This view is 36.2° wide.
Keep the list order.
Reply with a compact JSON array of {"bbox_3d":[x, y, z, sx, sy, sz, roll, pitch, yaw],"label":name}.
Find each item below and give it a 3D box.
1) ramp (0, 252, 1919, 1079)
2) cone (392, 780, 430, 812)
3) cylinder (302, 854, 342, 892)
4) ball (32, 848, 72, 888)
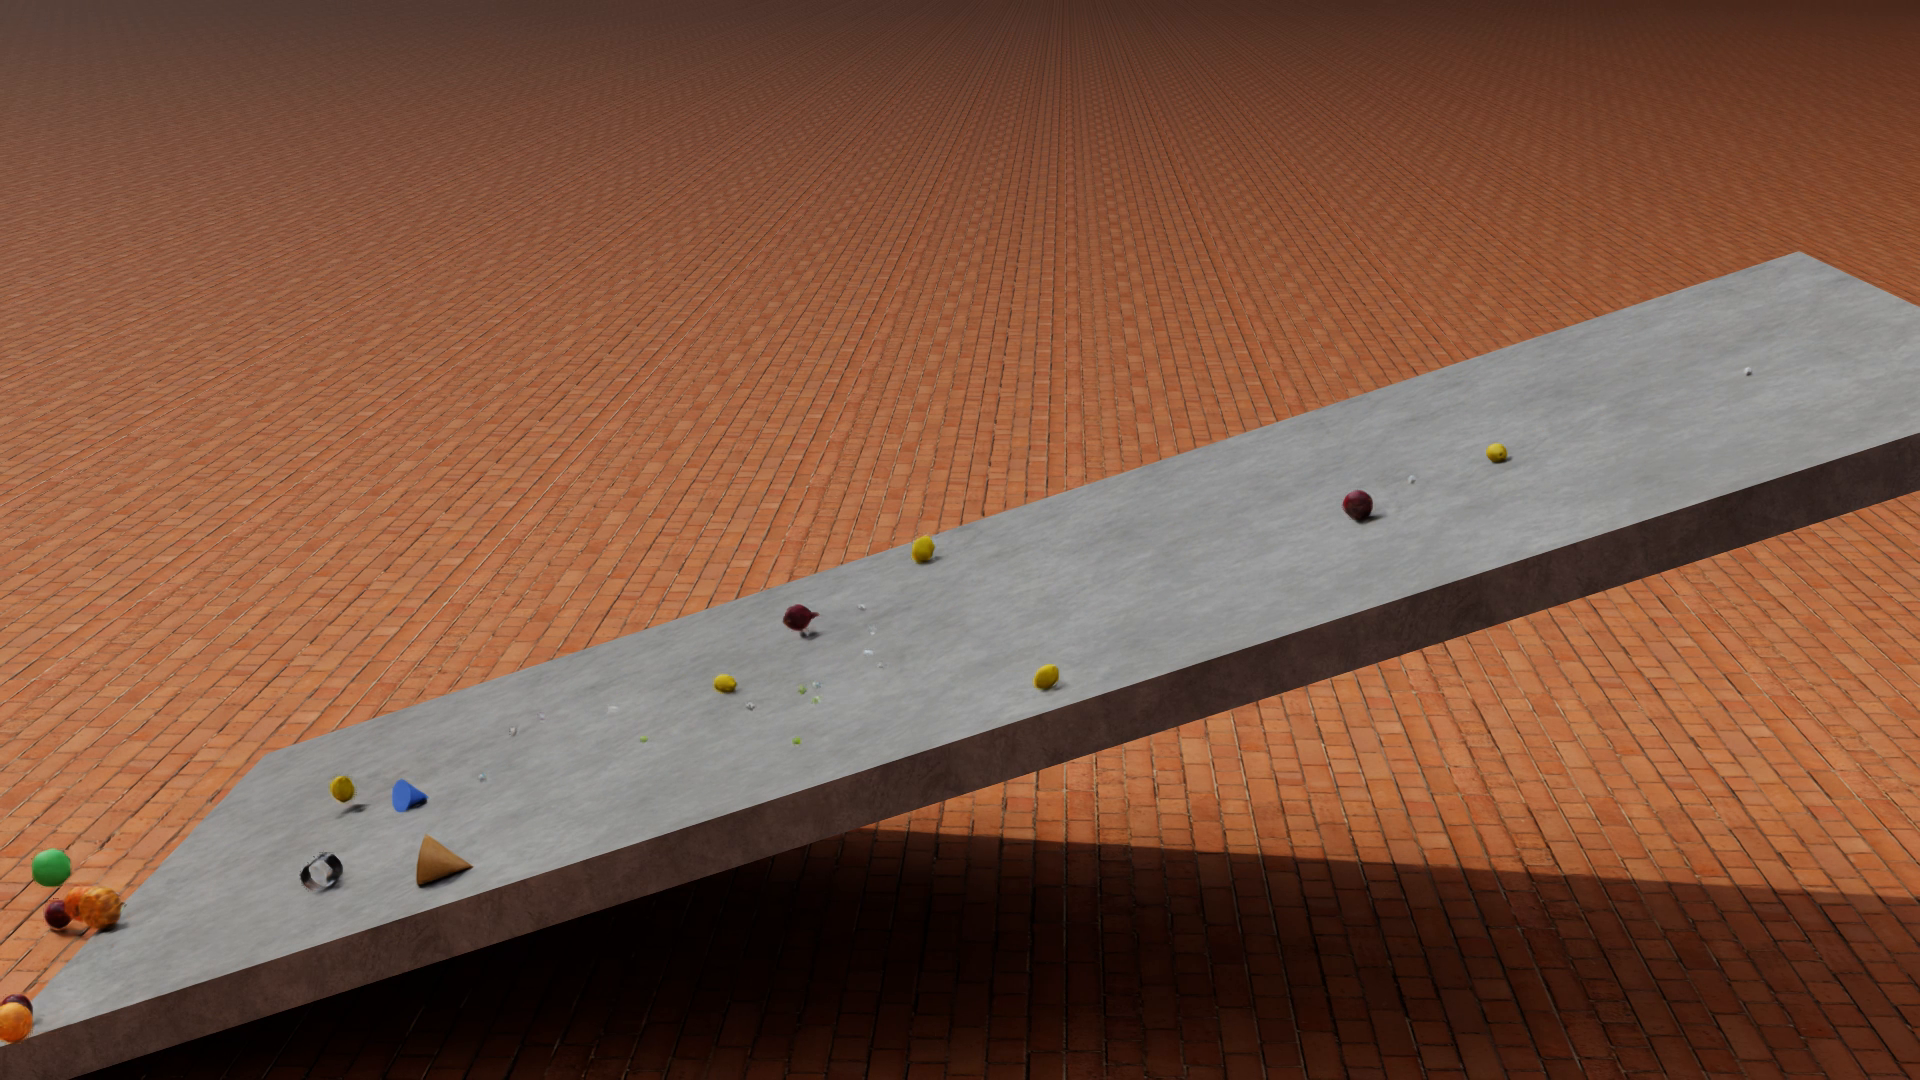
[{"bbox_3d":[0.107,0.180,6.305,4.000,0.100,2.000,-18,11,6],"label":"ramp"},{"bbox_3d":[-1.171,0.551,6.321,0.071,0.071,0.071,7,4,-43],"label":"cone"},{"bbox_3d":[-1.272,0.664,5.865,0.059,0.059,0.059,4,18,18],"label":"cylinder"},{"bbox_3d":[-1.945,0.703,6.298,0.082,0.082,0.082,0,12,0],"label":"ball"}]
